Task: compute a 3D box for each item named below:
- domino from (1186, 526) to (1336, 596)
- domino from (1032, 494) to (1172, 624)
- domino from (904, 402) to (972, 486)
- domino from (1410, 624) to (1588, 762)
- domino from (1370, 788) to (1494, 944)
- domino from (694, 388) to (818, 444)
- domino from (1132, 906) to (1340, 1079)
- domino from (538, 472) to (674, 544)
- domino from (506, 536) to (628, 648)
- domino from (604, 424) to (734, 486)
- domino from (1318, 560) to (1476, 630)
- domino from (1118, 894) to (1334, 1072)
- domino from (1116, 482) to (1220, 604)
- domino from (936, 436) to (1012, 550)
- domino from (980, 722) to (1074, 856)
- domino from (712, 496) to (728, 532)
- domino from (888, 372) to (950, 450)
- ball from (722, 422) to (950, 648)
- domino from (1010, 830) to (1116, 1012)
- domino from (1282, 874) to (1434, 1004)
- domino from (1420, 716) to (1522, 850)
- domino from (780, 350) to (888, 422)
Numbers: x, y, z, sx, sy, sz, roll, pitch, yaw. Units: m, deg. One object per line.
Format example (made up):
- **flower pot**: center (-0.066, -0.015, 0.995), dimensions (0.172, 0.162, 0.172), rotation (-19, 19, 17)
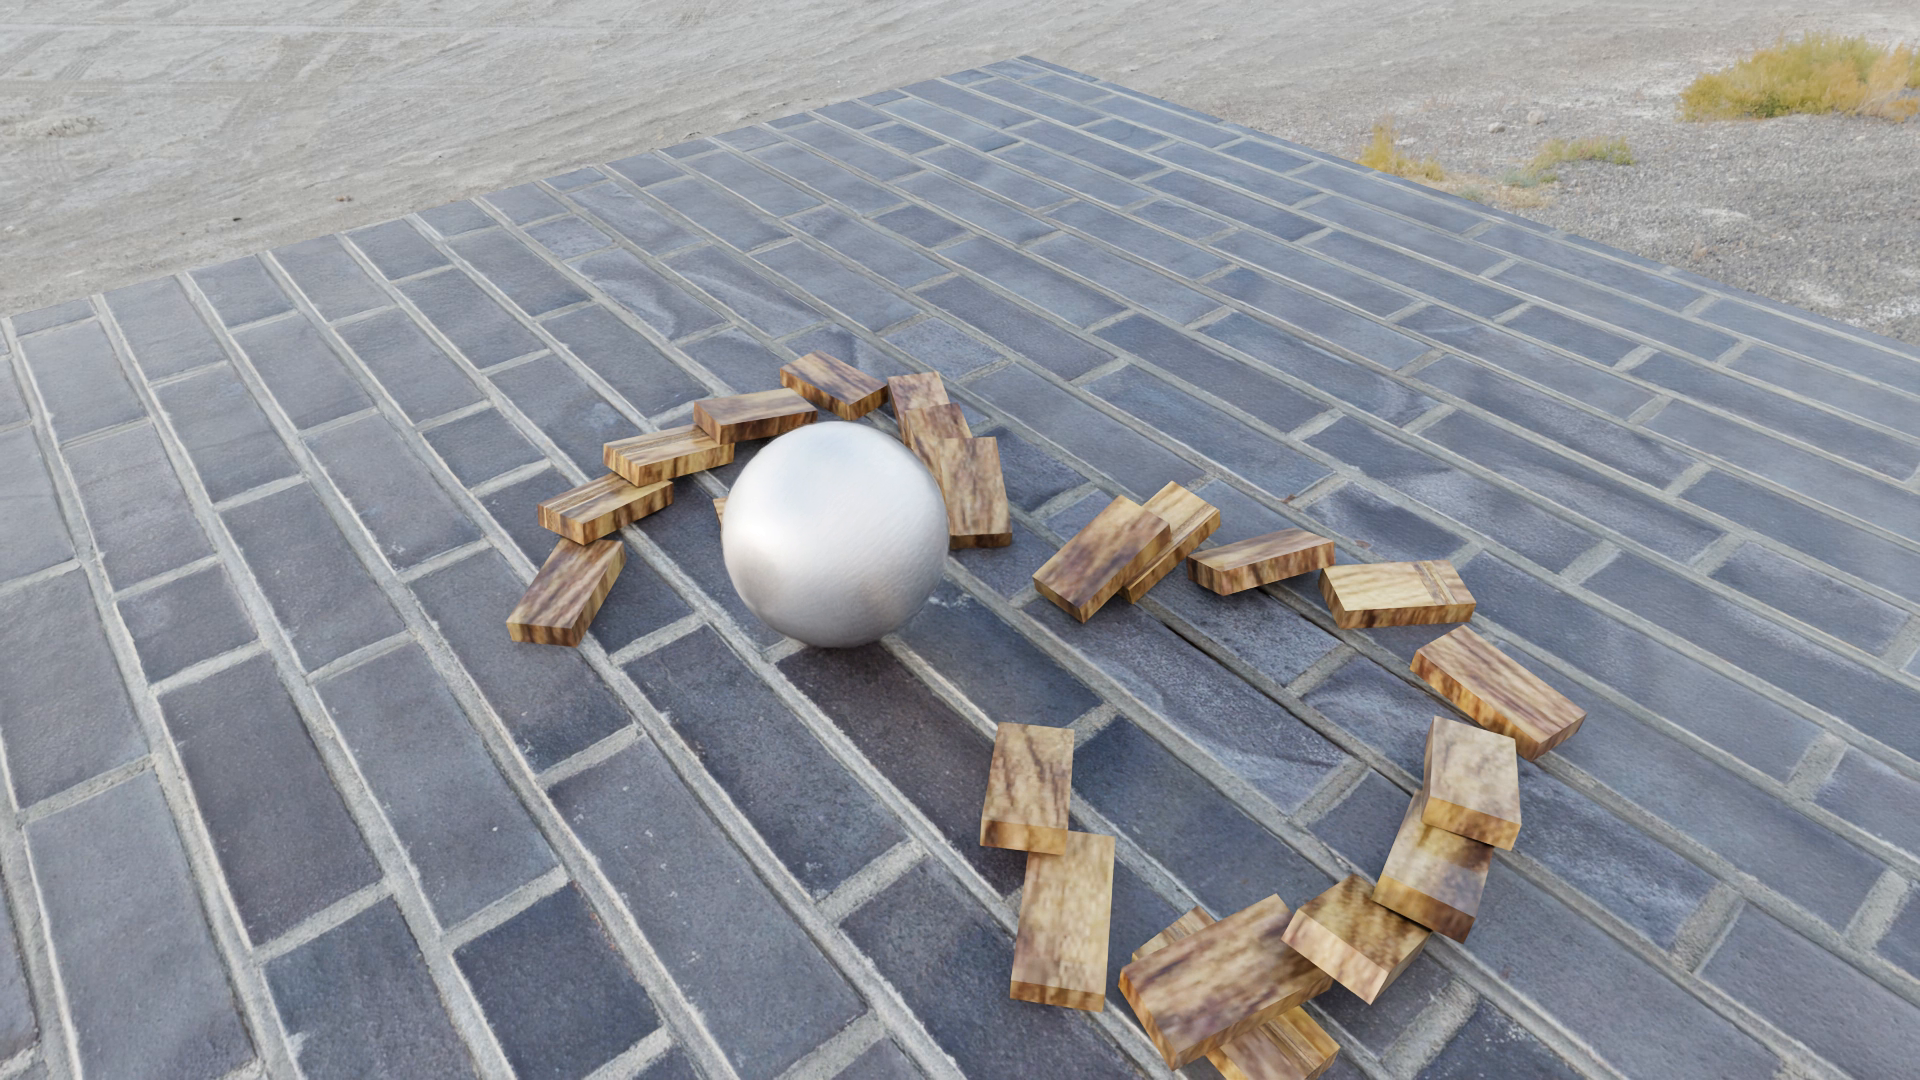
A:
- **domino**: center (0.116, 0.008, 0.427), dimensions (0.050, 0.009, 0.025), rotation (-14, 18, -16)
- **domino**: center (0.054, 0.007, 0.420), dimensions (0.050, 0.009, 0.025), rotation (-41, 52, -18)
- **domino**: center (-0.006, -0.038, 0.481), dimensions (0.025, 0.010, 0.050), rotation (-11, 53, -13)
- **domino**: center (0.185, 0.052, 0.380), dimensions (0.025, 0.009, 0.050), rotation (-21, 44, -24)
- **domino**: center (0.139, 0.093, 0.319), dimensions (0.025, 0.010, 0.050), rotation (22, 28, 25)
- **domino**: center (-0.094, -0.057, 0.505), dimensions (0.050, 0.009, 0.025), rotation (-15, 40, -37)
- **domino**: center (0.072, 0.124, 0.292), dimensions (0.025, 0.010, 0.050), rotation (-25, 45, -27)
- **domino**: center (-0.145, -0.015, 0.454), dimensions (0.025, 0.010, 0.050), rotation (21, 31, 23)
- **domino**: center (-0.149, 0.019, 0.420), dimensions (0.025, 0.009, 0.050), rotation (5, 40, 6)
- **domino**: center (-0.126, -0.038, 0.480), dimensions (0.025, 0.010, 0.050), rotation (29, 33, 31)
- **domino**: center (0.166, 0.020, 0.418), dimensions (0.050, 0.009, 0.025), rotation (-3, 39, -4)
- **domino**: center (0.070, 0.115, 0.288), dimensions (0.050, 0.010, 0.025), rotation (-17, 42, -20)
- **domino**: center (0.076, 0.000, 0.432), dimensions (0.050, 0.009, 0.025), rotation (-39, 51, -16)
- **domino**: center (0.005, -0.020, 0.456), dimensions (0.025, 0.009, 0.050), rotation (-3, 56, -8)
- **domino**: center (0.022, 0.076, 0.341), dimensions (0.025, 0.010, 0.050), rotation (5, 25, 6)
- **domino**: center (-0.075, -0.011, 0.457), dimensions (0.050, 0.010, 0.025), rotation (-14, 41, -16)
- **domino**: center (-0.018, -0.061, 0.518), dimensions (0.025, 0.009, 0.050), rotation (-8, 40, -9)
- **ball**: center (-0.044, -0.002, 0.390), dimensions (0.080, 0.080, 0.080), rotation (0, 39, 0)
- **domino**: center (0.030, 0.107, 0.313), dimensions (0.025, 0.010, 0.050), rotation (6, 40, 7)
- **domino**: center (0.107, 0.105, 0.294), dimensions (0.025, 0.010, 0.050), rotation (32, 14, 33)
- **domino**: center (0.159, 0.074, 0.342), dimensions (0.025, 0.010, 0.050), rotation (16, 26, 18)
- **domino**: center (-0.062, -0.076, 0.536), dimensions (0.050, 0.010, 0.025), rotation (30, 48, 32)
